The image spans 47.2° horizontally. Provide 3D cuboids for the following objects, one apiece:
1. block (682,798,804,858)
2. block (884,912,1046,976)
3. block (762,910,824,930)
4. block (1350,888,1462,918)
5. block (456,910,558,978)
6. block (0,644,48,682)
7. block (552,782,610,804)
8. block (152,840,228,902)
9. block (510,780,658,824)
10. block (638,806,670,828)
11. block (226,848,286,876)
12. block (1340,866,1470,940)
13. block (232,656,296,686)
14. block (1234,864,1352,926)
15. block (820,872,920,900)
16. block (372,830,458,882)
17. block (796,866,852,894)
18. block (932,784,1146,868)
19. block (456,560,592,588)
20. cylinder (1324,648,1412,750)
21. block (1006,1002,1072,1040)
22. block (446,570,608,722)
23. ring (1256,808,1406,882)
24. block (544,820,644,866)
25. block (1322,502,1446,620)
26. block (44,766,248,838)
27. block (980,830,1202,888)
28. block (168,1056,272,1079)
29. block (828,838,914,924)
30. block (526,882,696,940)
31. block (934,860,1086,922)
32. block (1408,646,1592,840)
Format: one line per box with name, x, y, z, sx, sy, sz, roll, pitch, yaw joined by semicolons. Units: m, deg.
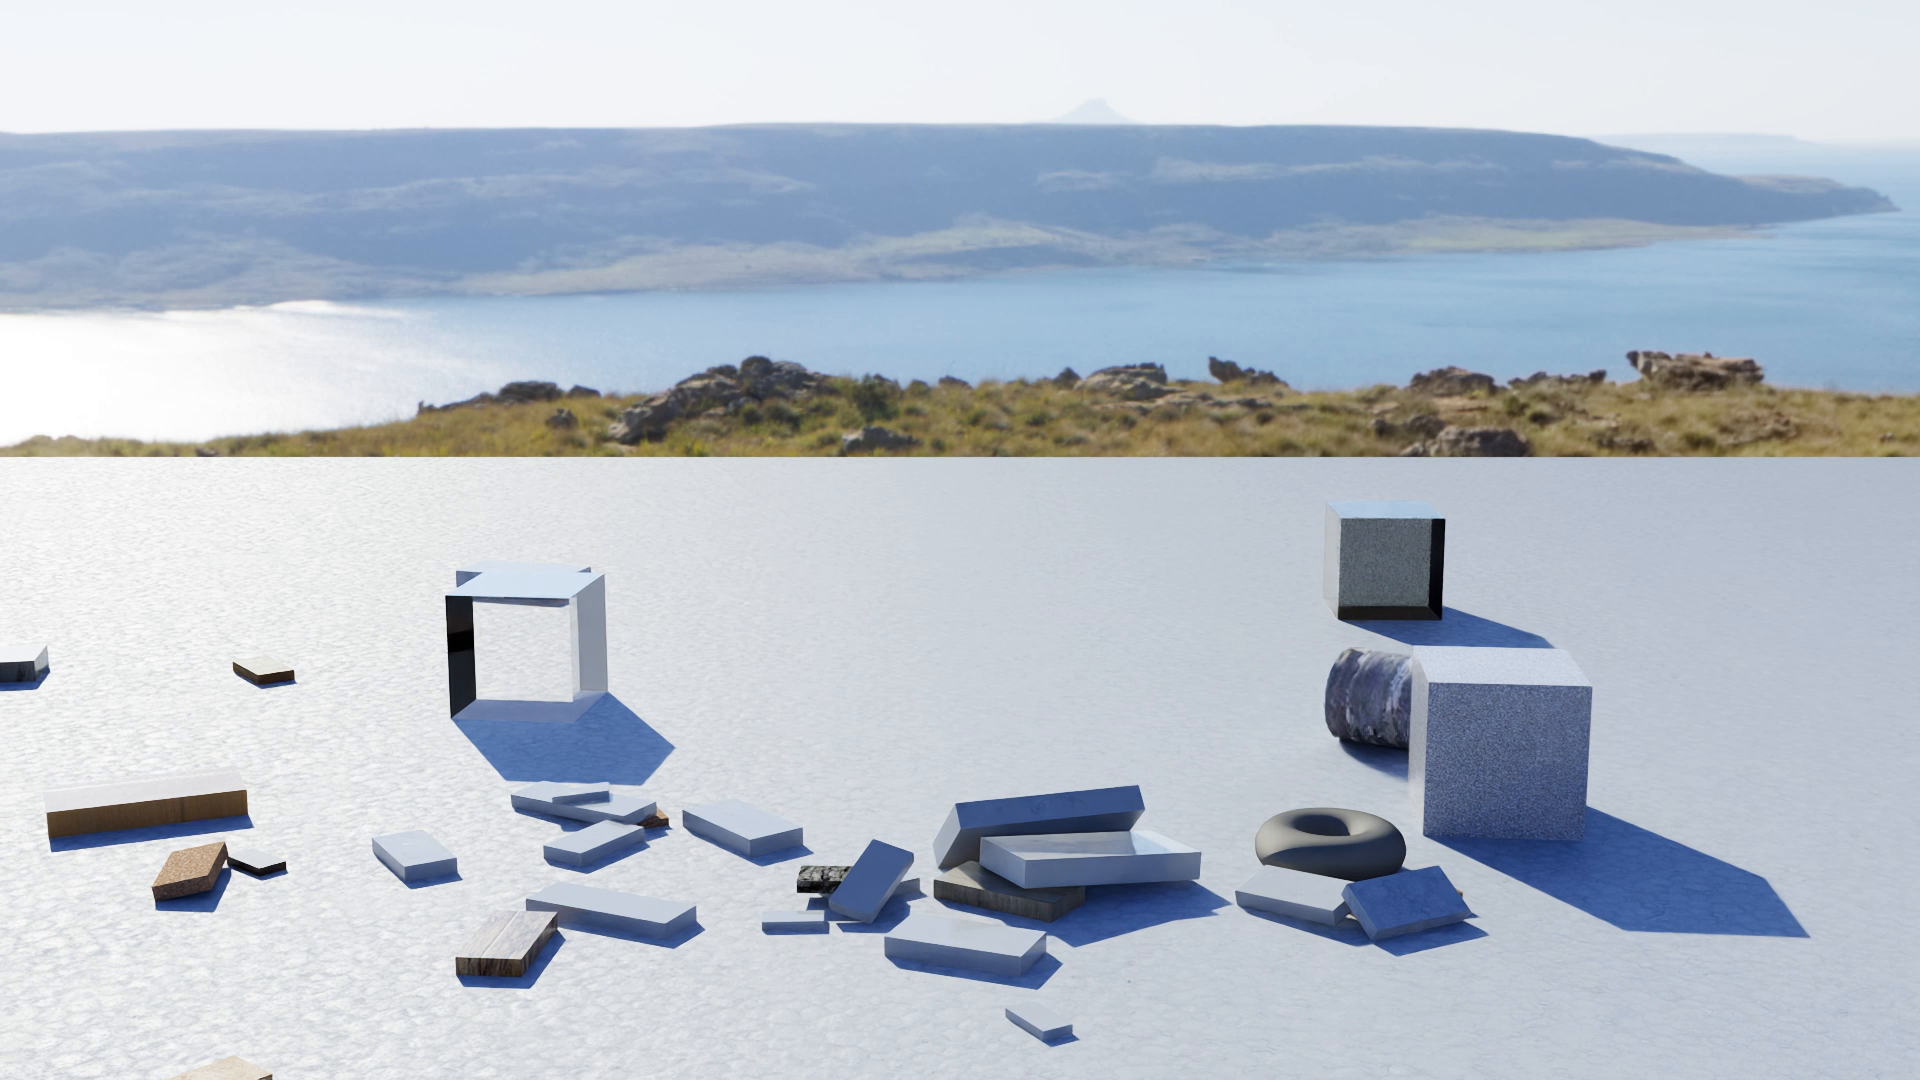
block;-0.394;0.518;3.971;0.112;0.032;0.225;-8;13;-38
block;0.009;0.624;3.398;0.225;0.032;0.113;4;11;22
block;-0.268;0.610;3.525;0.099;0.014;0.050;-1;11;-3
block;0.718;0.587;3.613;0.189;0.027;0.095;-4;11;-18
block;-0.700;0.624;3.407;0.102;0.029;0.203;1;11;5
block;-2.406;0.297;5.111;0.509;0.049;0.172;-2;11;-13
block;-0.705;0.471;4.089;0.104;0.015;0.052;-6;13;-8
block;-1.302;0.559;3.722;0.091;0.026;0.183;-11;12;-7
block;-0.701;0.491;4.088;0.294;0.024;0.085;5;15;35
block;-0.578;0.509;4.064;0.052;0.015;0.104;-5;12;-24
block;-1.217;0.557;3.804;0.104;0.015;0.052;9;14;40
block;0.713;0.580;3.520;0.189;0.027;0.095;-6;45;-28
block;-1.628;0.305;5.140;0.086;0.024;0.171;-8;13;-37
block;0.554;0.577;3.580;0.189;0.027;0.095;5;24;42
block;-0.151;0.578;3.675;0.152;0.022;0.076;-7;13;-33
block;-0.950;0.547;3.827;0.092;0.026;0.185;-6;12;-31
block;-0.191;0.562;3.641;0.152;0.022;0.076;0;11;2
block;0.135;0.494;3.788;0.333;0.047;0.167;-4;-30;-18
block;-1.222;0.103;6.164;0.333;0.047;0.167;3;11;17
cylinder;0.883;0.331;4.544;0.190;0.190;0.190;8;13;36
block;0.112;0.683;3.127;0.050;0.014;0.099;-6;12;-31
block;-0.951;0.231;4.853;0.274;0.274;0.274;1;11;7
ring;0.636;0.527;3.780;0.258;0.086;0.258;0;9;0
block;-0.648;0.536;3.894;0.086;0.024;0.171;6;12;31
block;1.120;0.052;5.829;0.269;0.269;0.269;0;11;1
block;-1.517;0.486;4.097;0.345;0.049;0.172;-5;12;-24
block;0.220;0.537;3.707;0.333;0.047;0.167;1;5;-26
block;-1.002;0.725;2.868;0.091;0.026;0.183;9;14;39
block;-0.144;0.556;3.586;0.076;0.022;0.152;16;41;21
block;-0.565;0.598;3.556;0.268;0.026;0.092;5;12;25
block;0.081;0.580;3.636;0.225;0.032;0.112;7;12;31
block;0.992;0.370;4.070;0.285;0.285;0.285;1;11;6
